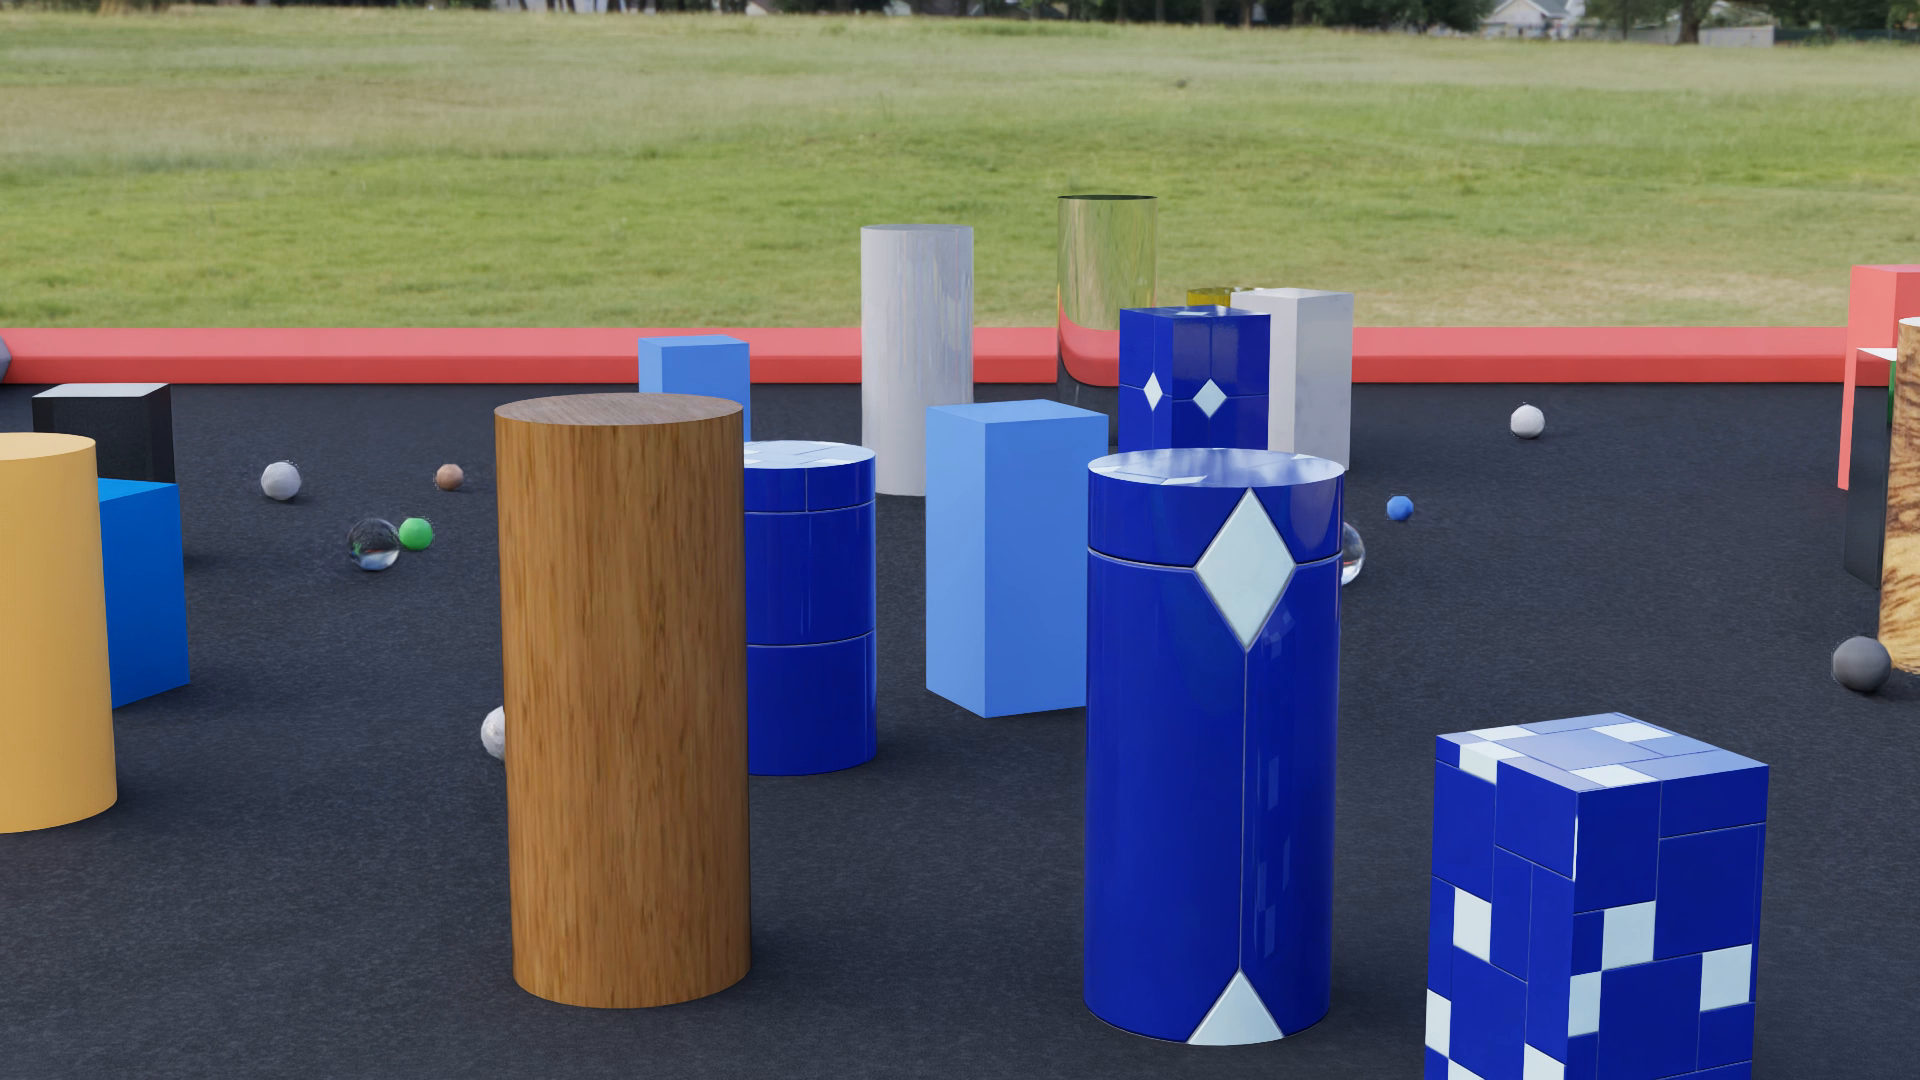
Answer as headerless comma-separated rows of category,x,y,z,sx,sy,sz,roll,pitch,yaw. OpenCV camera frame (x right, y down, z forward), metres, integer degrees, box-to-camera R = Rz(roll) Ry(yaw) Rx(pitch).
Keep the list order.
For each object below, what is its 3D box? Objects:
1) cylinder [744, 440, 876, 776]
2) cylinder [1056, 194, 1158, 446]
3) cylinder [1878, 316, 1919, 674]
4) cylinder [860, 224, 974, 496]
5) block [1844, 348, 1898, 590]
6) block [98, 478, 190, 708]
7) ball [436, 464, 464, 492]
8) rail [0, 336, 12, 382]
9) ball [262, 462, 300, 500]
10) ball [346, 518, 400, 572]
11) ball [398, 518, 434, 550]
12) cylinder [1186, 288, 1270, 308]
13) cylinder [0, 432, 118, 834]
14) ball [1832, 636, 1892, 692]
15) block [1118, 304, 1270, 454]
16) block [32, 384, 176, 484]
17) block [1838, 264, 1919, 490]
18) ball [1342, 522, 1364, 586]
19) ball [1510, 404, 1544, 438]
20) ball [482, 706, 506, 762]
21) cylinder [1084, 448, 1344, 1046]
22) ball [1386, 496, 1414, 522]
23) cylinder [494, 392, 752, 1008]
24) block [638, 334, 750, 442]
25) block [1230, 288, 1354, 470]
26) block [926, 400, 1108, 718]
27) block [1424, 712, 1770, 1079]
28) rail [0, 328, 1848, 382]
cylinder,-0.186,0.069,2.721,0.194,0.323,0.194,0,11,0
cylinder,0.285,-0.431,5.006,0.194,0.472,0.194,0,11,0
cylinder,1.233,-0.055,3.125,0.194,0.418,0.194,0,11,0
cylinder,-0.074,-0.315,4.439,0.194,0.450,0.194,0,11,0
block,1.364,-0.102,3.639,0.155,0.323,0.155,0,11,2
block,-1.019,0.060,2.995,0.155,0.240,0.155,4,11,22
ball,-0.880,-0.108,4.425,0.048,0.048,0.048,0,11,0
rail,-2.177,0.035,3.437,0.045,0.126,5.034,0,11,0
ball,-1.147,-0.100,4.335,0.065,0.065,0.065,0,11,0
ball,-0.852,0.007,3.727,0.077,0.077,0.077,0,11,0
ball,-0.824,-0.009,3.885,0.051,0.051,0.051,0,11,0
cylinder,0.528,-0.325,4.901,0.194,0.300,0.194,0,11,0
cylinder,-0.940,0.087,2.520,0.194,0.360,0.194,0,11,0
ball,1.058,0.146,3.009,0.066,0.066,0.066,0,11,0
block,0.330,-0.134,3.650,0.155,0.382,0.155,-5,12,-24
block,-1.249,-0.091,3.758,0.155,0.259,0.155,0,11,-3
block,1.618,-0.270,4.373,0.155,0.385,0.155,-2,11,-8
ball,0.520,0.019,3.610,0.097,0.097,0.097,0,11,0
ball,1.117,-0.233,5.049,0.066,0.066,0.066,0,11,0
ball,-0.476,0.204,2.712,0.060,0.060,0.060,0,11,0
cylinder,0.194,0.153,1.985,0.194,0.425,0.194,0,11,0
ball,0.709,-0.051,4.132,0.042,0.042,0.042,0,11,0
cylinder,-0.268,0.122,2.057,0.194,0.459,0.194,0,11,0
block,-0.462,-0.221,4.469,0.155,0.254,0.155,-4,11,-21
block,0.596,-0.286,4.634,0.155,0.321,0.155,-9,14,-41
block,0.064,0.017,2.964,0.155,0.335,0.155,-5,12,-25
block,0.431,0.275,1.756,0.155,0.270,0.155,-5,12,-24
rail,-0.014,-0.423,5.900,4.401,0.126,0.045,0,11,0
